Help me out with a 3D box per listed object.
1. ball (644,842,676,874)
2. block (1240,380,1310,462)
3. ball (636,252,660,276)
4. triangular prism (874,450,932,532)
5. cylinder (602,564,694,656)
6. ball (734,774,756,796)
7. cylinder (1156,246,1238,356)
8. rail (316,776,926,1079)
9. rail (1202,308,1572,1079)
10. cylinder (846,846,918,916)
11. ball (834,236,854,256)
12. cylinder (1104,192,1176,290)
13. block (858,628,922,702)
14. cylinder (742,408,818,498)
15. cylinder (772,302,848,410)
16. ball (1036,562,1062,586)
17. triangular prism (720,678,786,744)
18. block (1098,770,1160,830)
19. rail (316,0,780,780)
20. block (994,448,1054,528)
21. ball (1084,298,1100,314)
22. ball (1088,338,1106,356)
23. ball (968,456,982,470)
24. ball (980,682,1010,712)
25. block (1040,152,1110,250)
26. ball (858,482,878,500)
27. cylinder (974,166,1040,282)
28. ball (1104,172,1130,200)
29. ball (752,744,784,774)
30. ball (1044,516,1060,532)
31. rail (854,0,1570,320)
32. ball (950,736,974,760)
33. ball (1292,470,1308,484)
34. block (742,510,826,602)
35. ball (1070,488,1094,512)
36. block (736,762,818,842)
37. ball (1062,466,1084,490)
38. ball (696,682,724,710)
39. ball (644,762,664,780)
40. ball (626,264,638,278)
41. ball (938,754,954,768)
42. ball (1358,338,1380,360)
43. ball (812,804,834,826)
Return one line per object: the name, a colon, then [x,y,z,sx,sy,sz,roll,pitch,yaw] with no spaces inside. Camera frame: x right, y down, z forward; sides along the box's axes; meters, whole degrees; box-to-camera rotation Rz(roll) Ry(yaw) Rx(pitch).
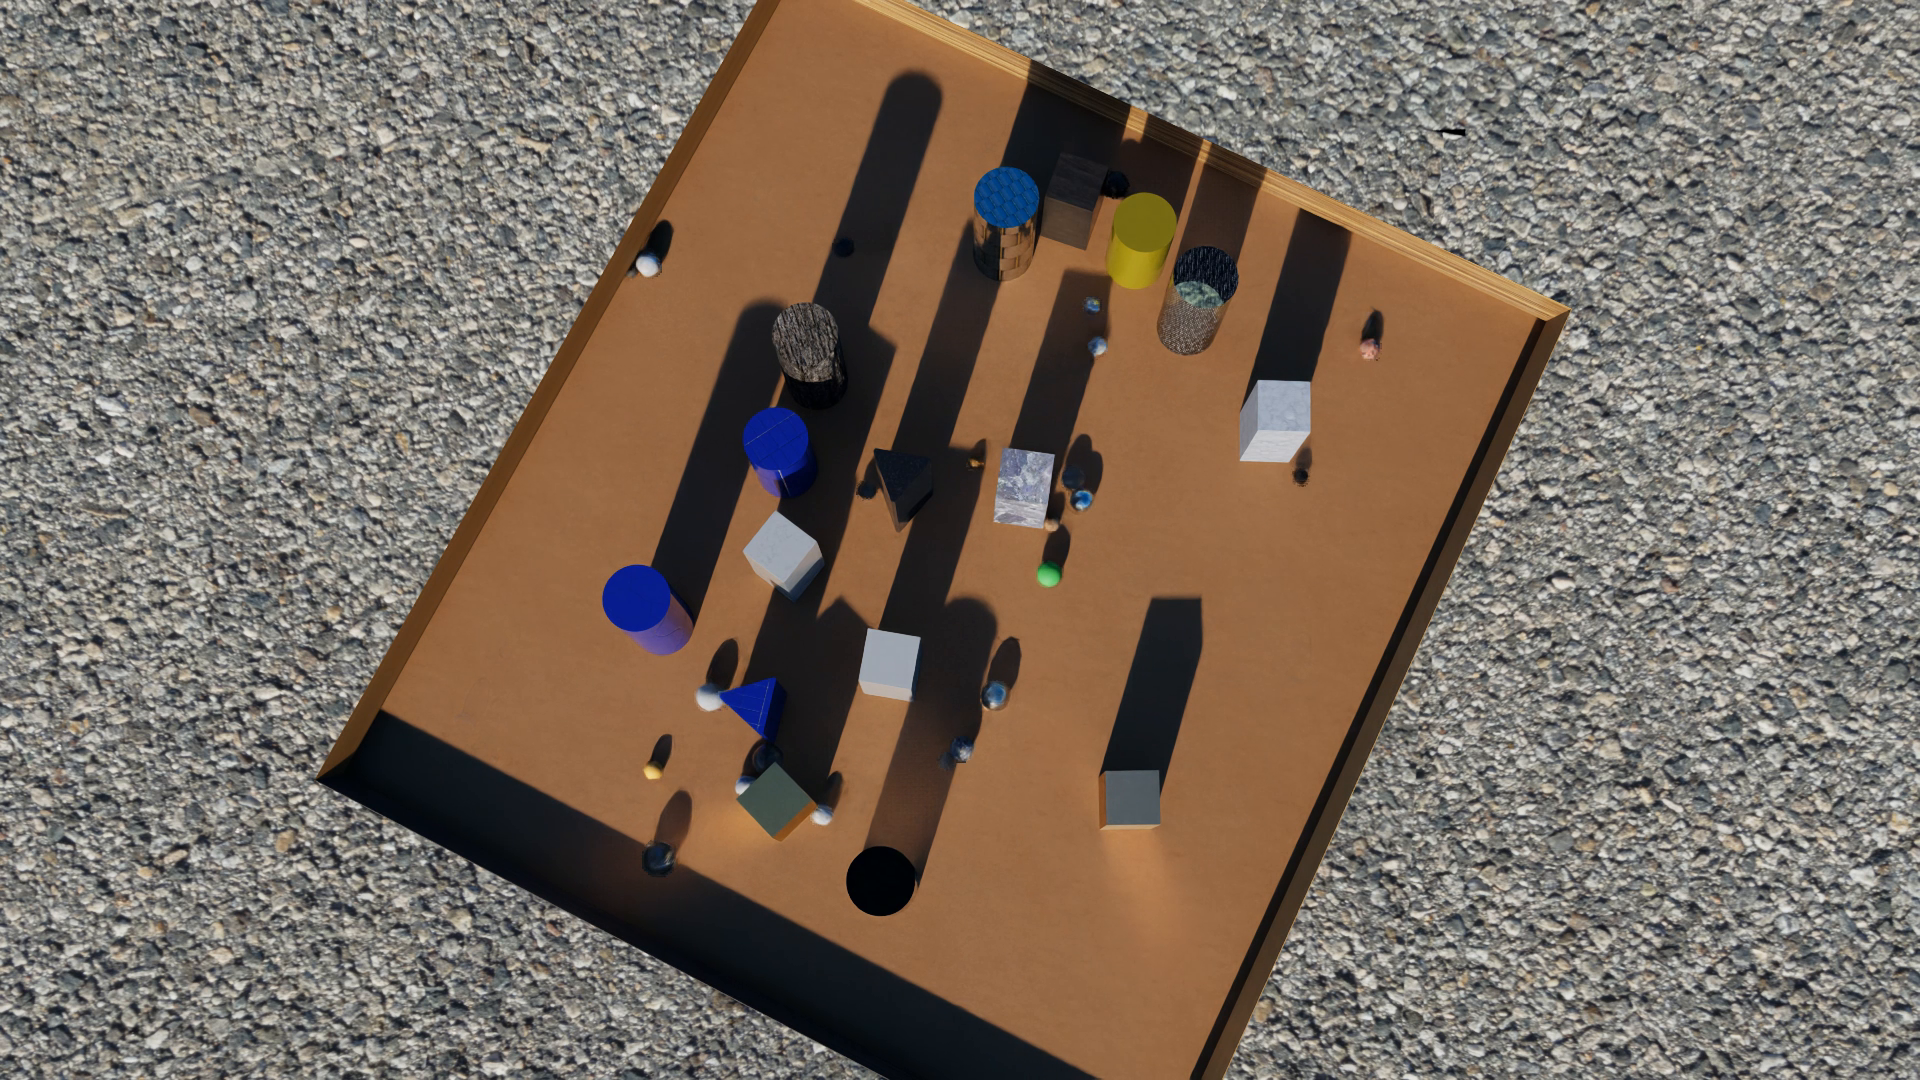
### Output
ball: [-0.881,0.934,5.375,0.095,0.095,0.095,0,78,0]
block: [0.943,-0.353,5.506,0.152,0.360,0.152,2,78,0]
ball: [-0.979,-0.867,5.757,0.076,0.076,0.076,0,78,0]
triangular prism: [-0.191,-0.172,5.436,0.143,0.423,0.165,40,81,8]
cylinder: [-0.902,0.209,5.337,0.190,0.464,0.190,0,78,0]
ball: [-0.633,0.730,5.431,0.067,0.067,0.067,0,78,0]
cylinder: [0.712,-0.716,5.531,0.190,0.458,0.190,0,78,0]
rail: [-0.655,1.290,5.285,2.725,0.124,0.045,26,80,5]
rail: [1.198,0.593,5.430,0.045,0.124,2.977,26,80,5]
cylinder: [-0.218,0.976,5.221,0.190,0.379,0.190,0,78,0]
ball: [-0.363,-0.925,5.775,0.064,0.064,0.064,0,78,0]
cylinder: [0.553,-0.917,5.640,0.190,0.326,0.190,0,78,0]
block: [-0.201,0.370,5.381,0.152,0.311,0.152,10,78,2]
cylinder: [-0.535,-0.257,5.487,0.190,0.358,0.190,0,78,0]
cylinder: [-0.445,-0.544,5.490,0.190,0.469,0.190,0,78,0]
ball: [0.271,0.102,5.557,0.075,0.075,0.075,0,78,0]
triangular prism: [-0.573,0.475,5.351,0.165,0.328,0.143,42,81,8]
block: [0.490,0.757,5.322,0.152,0.271,0.152,-1,78,0]
rail: [-1.198,-0.580,5.672,0.045,0.124,2.977,26,80,5]
block: [0.189,-0.152,5.479,0.152,0.330,0.152,8,78,2]
ball: [0.415,-0.732,5.742,0.051,0.051,0.051,0,78,0]
ball: [0.428,-0.604,5.712,0.057,0.057,0.057,0,78,0]
ball: [0.046,-0.238,5.645,0.040,0.040,0.040,0,78,0]
ball: [0.106,0.467,5.475,0.089,0.089,0.089,0,78,0]
block: [0.352,-1.045,5.665,0.152,0.328,0.152,19,79,4]
ball: [-0.284,-0.151,5.618,0.058,0.058,0.058,0,78,0]
cylinder: [0.136,-0.956,5.581,0.190,0.457,0.190,0,78,0]
ball: [0.492,-1.123,5.804,0.087,0.087,0.087,0,78,0]
ball: [-0.569,0.651,5.434,0.093,0.093,0.093,0,78,0]
ball: [0.280,-0.051,5.602,0.049,0.049,0.049,0,78,0]
rail: [0.655,-1.277,5.816,2.725,0.124,0.045,26,80,5]
ball: [0.004,0.619,5.452,0.071,0.071,0.071,0,78,0]
ball: [1.047,-0.194,5.632,0.047,0.047,0.047,0,78,0]
block: [-0.518,0.053,5.430,0.152,0.344,0.152,37,81,7]
ball: [0.373,-0.122,5.602,0.078,0.078,0.078,0,78,0]
block: [-0.528,0.763,5.326,0.152,0.260,0.152,-44,82,-8]
ball: [0.346,-0.190,5.619,0.071,0.071,0.071,0,78,0]
ball: [-0.745,0.468,5.476,0.085,0.085,0.085,0,78,0]
ball: [-0.910,0.685,5.447,0.054,0.054,0.054,0,78,0]
ball: [-1.033,-0.847,5.770,0.043,0.043,0.043,0,78,0]
ball: [-0.041,0.658,5.457,0.047,0.047,0.047,0,78,0]
ball: [1.275,-0.595,5.707,0.065,0.065,0.065,0,78,0]
ball: [-0.406,0.813,5.417,0.062,0.062,0.062,0,78,0]
